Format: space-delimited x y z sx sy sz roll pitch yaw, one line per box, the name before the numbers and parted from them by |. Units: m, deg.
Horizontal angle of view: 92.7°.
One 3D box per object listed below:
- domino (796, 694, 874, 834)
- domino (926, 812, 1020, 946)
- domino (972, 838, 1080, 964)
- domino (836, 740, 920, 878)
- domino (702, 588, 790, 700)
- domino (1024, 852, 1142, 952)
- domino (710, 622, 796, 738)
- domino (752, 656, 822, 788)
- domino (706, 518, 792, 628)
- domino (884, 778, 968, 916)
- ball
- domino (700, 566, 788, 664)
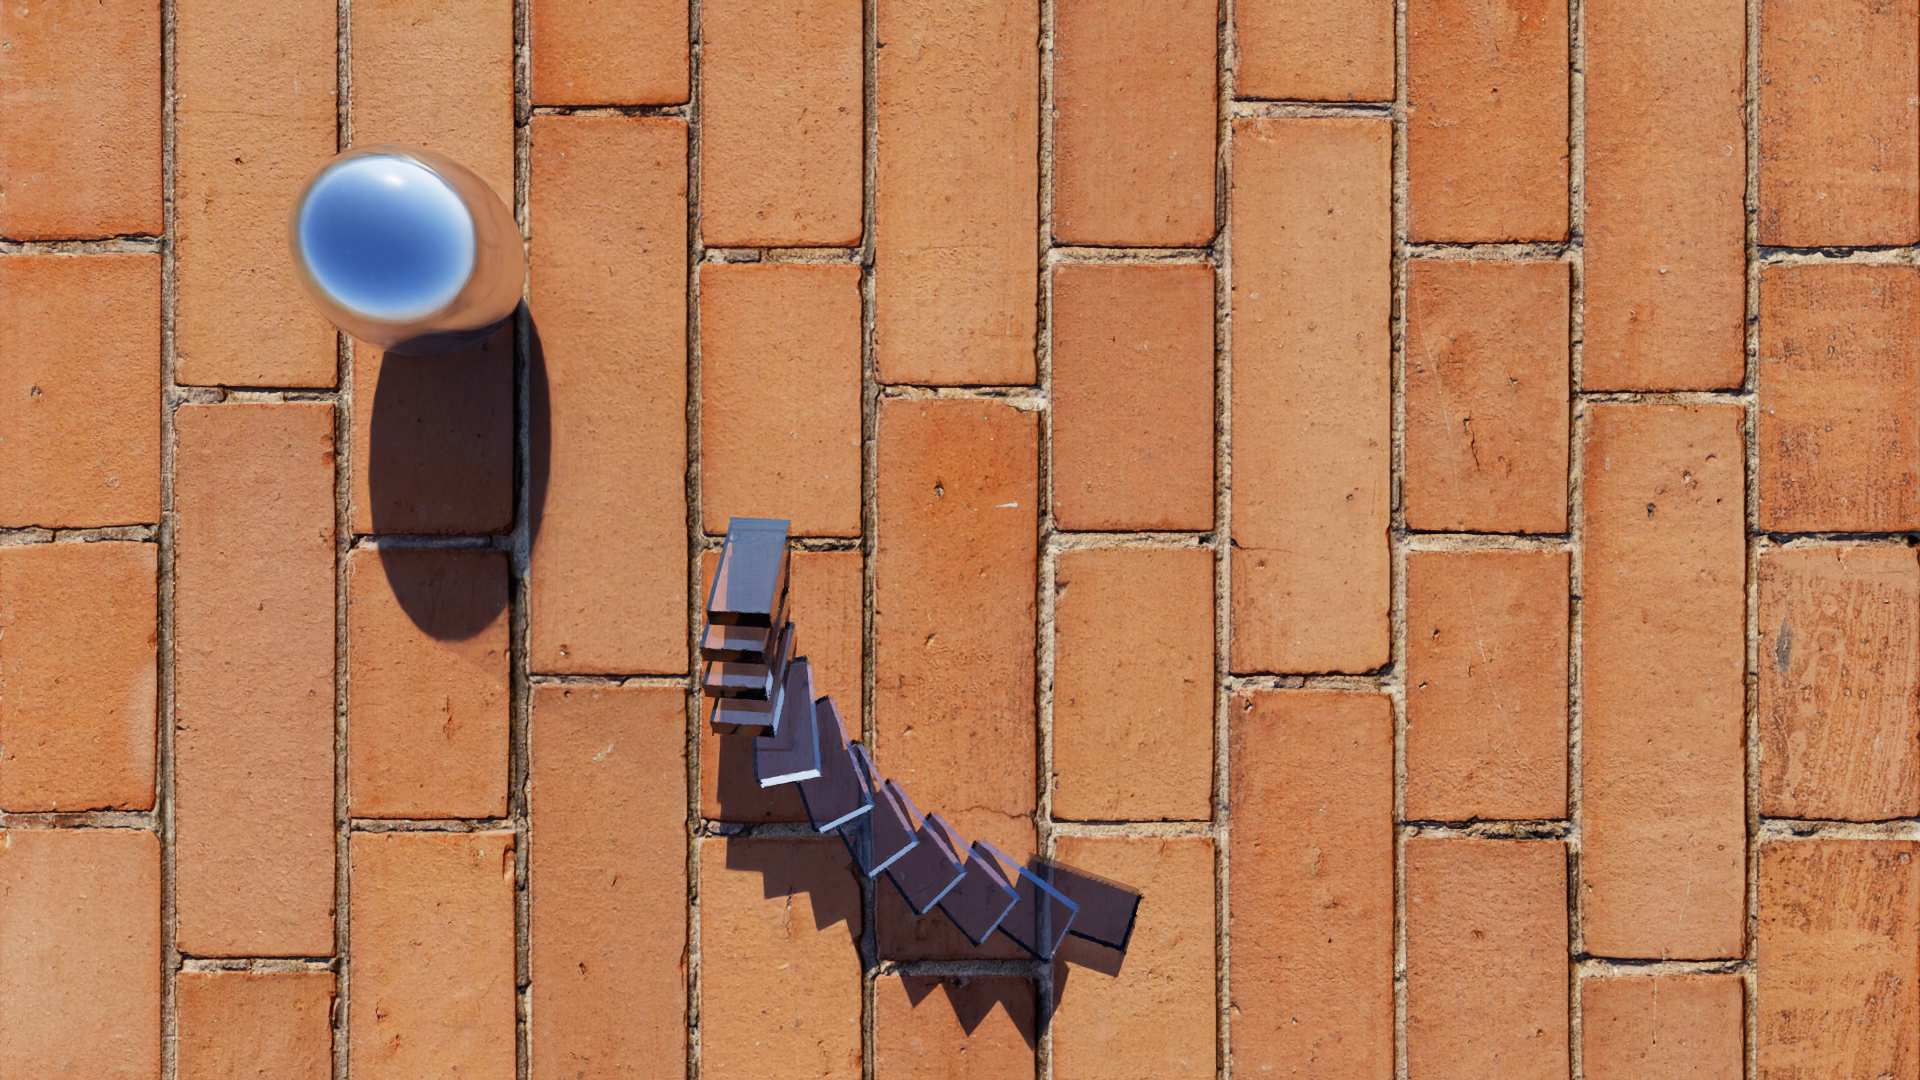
domino | -0.057 0.094 0.385 0.025 0.010 0.050 -26 65 0
domino | -0.002 0.142 0.385 0.050 0.010 0.025 39 90 24
domino | 0.022 0.151 0.386 0.050 0.010 0.025 29 90 24
domino | -0.041 0.112 0.385 0.025 0.010 0.050 -36 65 0
domino | -0.088 0.042 0.380 0.025 0.010 0.050 3 49 1
domino | 0.050 0.156 0.395 0.050 0.009 0.025 18 90 0
domino | -0.085 0.056 0.380 0.025 0.009 0.050 4 49 1
domino | -0.073 0.075 0.383 0.025 0.010 0.050 -11 59 0
domino | -0.087 0.013 0.380 0.025 0.009 0.050 3 49 0
domino | -0.023 0.129 0.385 0.025 0.009 0.050 -44 66 0
ball | -0.215 -0.113 0.360 0.080 0.080 0.080 0 90 0
domino | -0.089 0.027 0.380 0.025 0.010 0.050 3 49 1
